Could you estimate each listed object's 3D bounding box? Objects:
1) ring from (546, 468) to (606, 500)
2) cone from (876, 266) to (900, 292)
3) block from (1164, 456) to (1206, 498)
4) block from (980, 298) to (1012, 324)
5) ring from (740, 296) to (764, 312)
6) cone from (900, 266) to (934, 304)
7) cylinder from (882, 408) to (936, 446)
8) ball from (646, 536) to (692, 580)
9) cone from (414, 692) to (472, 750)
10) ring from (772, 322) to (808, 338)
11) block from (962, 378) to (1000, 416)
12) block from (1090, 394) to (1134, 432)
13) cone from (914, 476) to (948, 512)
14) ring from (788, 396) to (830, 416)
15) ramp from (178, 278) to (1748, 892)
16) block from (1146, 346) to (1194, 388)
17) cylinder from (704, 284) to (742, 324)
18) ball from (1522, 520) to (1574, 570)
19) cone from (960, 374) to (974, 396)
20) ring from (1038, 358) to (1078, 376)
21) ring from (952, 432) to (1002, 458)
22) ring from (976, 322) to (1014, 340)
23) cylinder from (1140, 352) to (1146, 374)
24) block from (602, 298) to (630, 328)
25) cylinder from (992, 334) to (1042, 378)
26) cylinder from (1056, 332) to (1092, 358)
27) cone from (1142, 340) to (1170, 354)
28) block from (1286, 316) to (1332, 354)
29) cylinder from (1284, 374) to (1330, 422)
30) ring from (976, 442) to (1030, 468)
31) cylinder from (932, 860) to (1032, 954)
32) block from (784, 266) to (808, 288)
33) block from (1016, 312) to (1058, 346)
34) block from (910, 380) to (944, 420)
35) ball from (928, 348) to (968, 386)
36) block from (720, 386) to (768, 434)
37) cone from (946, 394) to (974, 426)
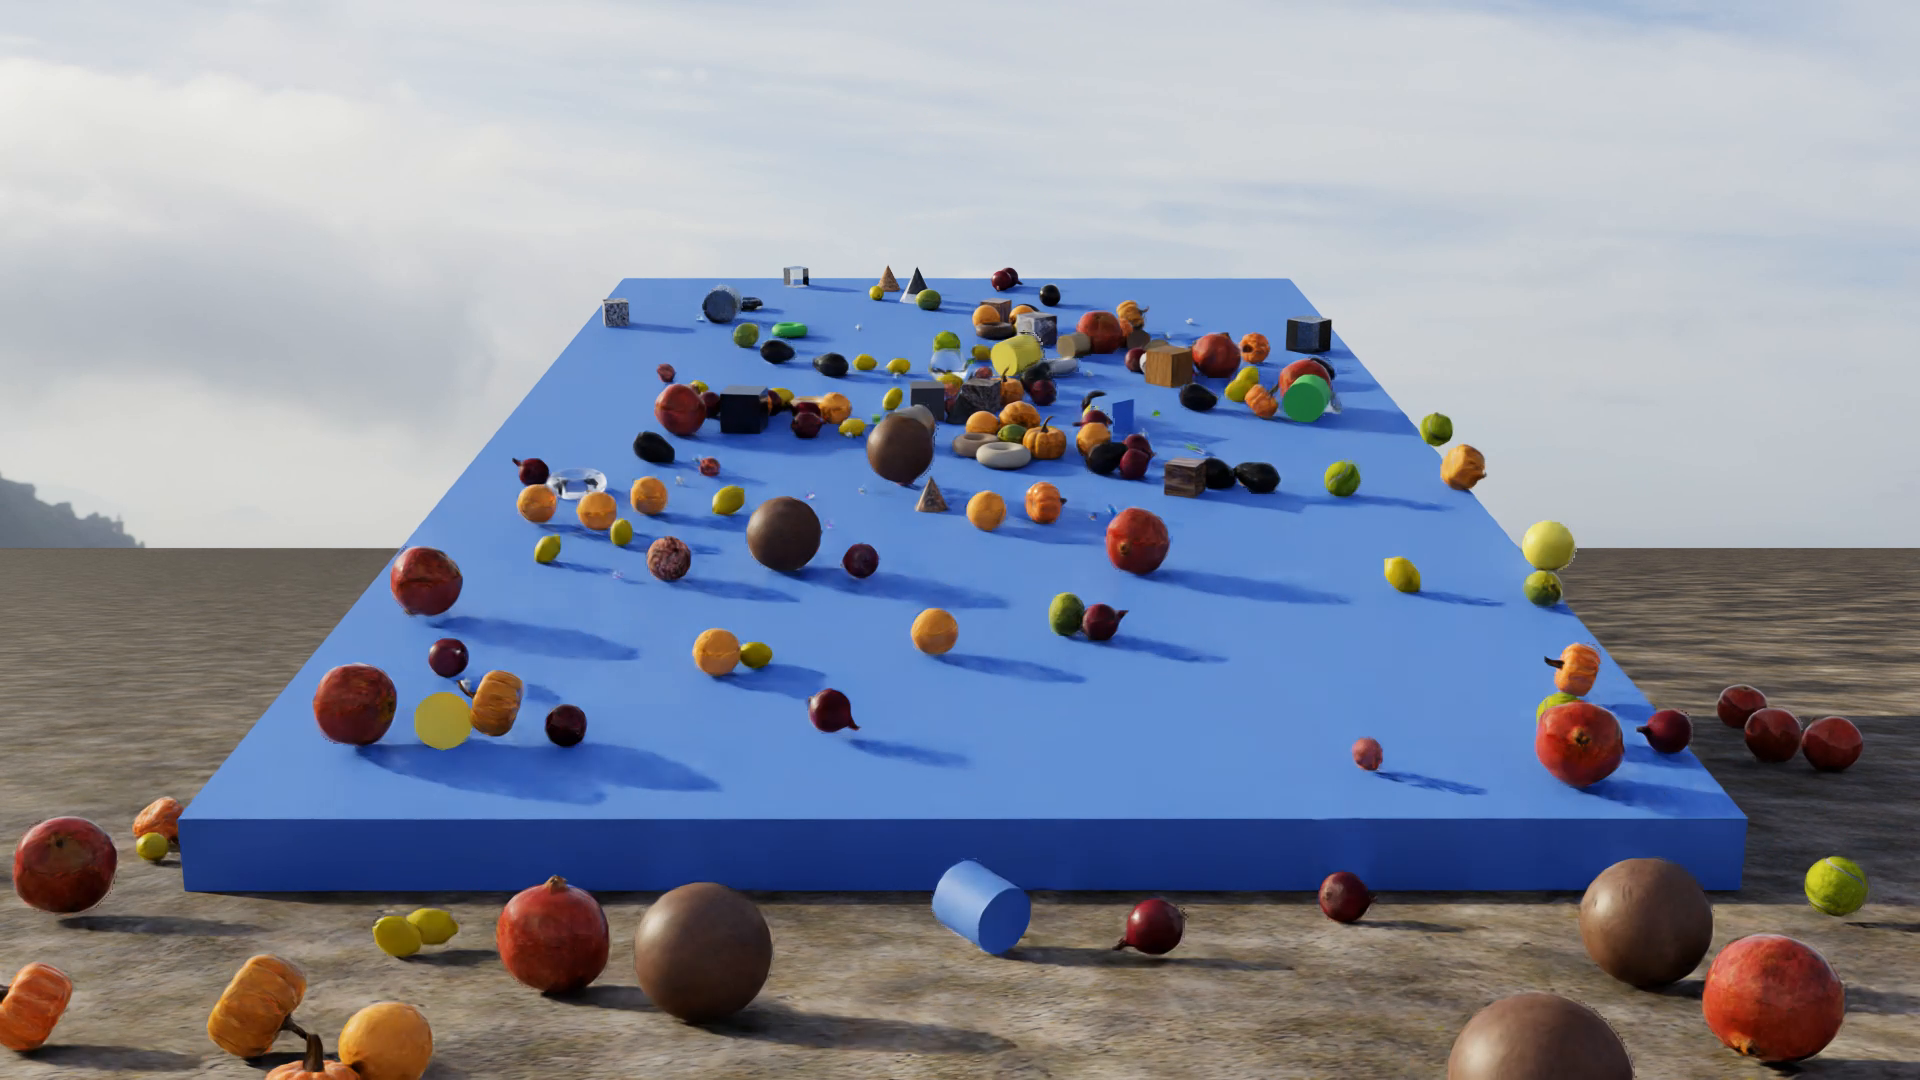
[{"bbox_3d":[-0.747,-0.110,4.310,0.119,0.040,0.119,0,18,0],"label":"ring"},{"bbox_3d":[-0.210,-0.766,6.456,0.074,0.074,0.074,0,17,0],"label":"cone"},{"bbox_3d":[0.439,-0.122,4.315,0.062,0.062,0.062,8,18,25],"label":"block"},{"bbox_3d":[0.097,-0.615,5.970,0.062,0.062,0.062,9,19,29],"label":"block"},{"bbox_3d":[-0.591,-0.657,6.168,0.087,0.029,0.087,1,17,0],"label":"ring"},{"bbox_3d":[-0.122,-0.729,6.285,0.100,0.100,0.100,0,17,0],"label":"cone"},{"bbox_3d":[-0.108,-0.238,4.668,0.081,0.081,0.081,0,3,37],"label":"cylinder"},{"bbox_3d":[-0.495,0.032,3.771,0.075,0.075,0.075,0,0,0],"label":"ball"},{"bbox_3d":[-0.725,0.257,3.085,0.080,0.080,0.080,0,-11,-21],"label":"cone"},{"bbox_3d":[-0.446,-0.550,5.804,0.094,0.031,0.094,0,15,0],"label":"ring"},{"bbox_3d":[0.048,-0.322,4.977,0.067,0.067,0.067,6,18,20],"label":"block"},{"bbox_3d":[0.331,-0.276,4.826,0.066,0.066,0.066,-14,22,-40],"label":"block"},{"bbox_3d":[-0.055,-0.092,4.207,0.065,0.065,0.065,0,17,0],"label":"cone"},{"bbox_3d":[-0.338,-0.299,4.962,0.095,0.032,0.095,1,16,0],"label":"ring"},{"bbox_3d":[-0.002,-0.168,4.751,2.000,0.100,4.000,0,17,0],"label":"ramp"},{"bbox_3d":[0.497,-0.412,5.258,0.080,0.080,0.080,-16,23,-43],"label":"block"},{"bbox_3d":[-0.643,-0.638,5.992,0.092,0.092,0.092,0,17,2],"label":"cylinder"},{"bbox_3d":[1.021,0.010,3.848,0.087,0.087,0.087,0,0,0],"label":"ball"},{"bbox_3d":[0.026,-0.352,5.082,0.065,0.065,0.065,0,17,0],"label":"cone"},{"bbox_3d":[0.237,-0.419,5.356,0.097,0.032,0.097,-8,11,2],"label":"ring"},{"bbox_3d":[0.037,-0.198,4.616,0.107,0.036,0.107,1,16,0],"label":"ring"},{"bbox_3d":[0.091,-0.547,5.792,0.104,0.035,0.104,0,15,0],"label":"ring"},{"bbox_3d":[0.463,-0.422,5.339,0.054,0.054,0.054,0,17,-4],"label":"cylinder"},{"bbox_3d":[-0.924,-0.611,5.949,0.064,0.064,0.064,-4,17,-13],"label":"block"},{"bbox_3d":[0.136,-0.445,5.338,0.087,0.087,0.087,-24,16,-40],"label":"cylinder"},{"bbox_3d":[0.286,-0.486,5.535,0.063,0.063,0.063,0,12,45],"label":"cylinder"},{"bbox_3d":[0.493,-0.445,5.447,0.079,0.079,0.079,0,-11,15],"label":"cone"},{"bbox_3d":[0.886,-0.521,5.627,0.080,0.080,0.080,-16,23,-42],"label":"block"},{"bbox_3d":[0.769,-0.314,4.910,0.091,0.091,0.091,0,16,19],"label":"cylinder"},{"bbox_3d":[0.089,-0.173,4.530,0.113,0.038,0.113,1,16,0],"label":"ring"},{"bbox_3d":[0.024,0.403,2.434,0.077,0.077,0.077,0,16,-41],"label":"cylinder"},{"bbox_3d":[-0.482,-0.775,6.520,0.053,0.053,0.053,-13,21,-36],"label":"block"},{"bbox_3d":[0.198,-0.543,5.709,0.074,0.074,0.074,-11,20,-34],"label":"block"},{"bbox_3d":[-0.073,-0.309,4.922,0.073,0.073,0.073,-1,17,-4],"label":"block"},{"bbox_3d":[-0.027,-0.408,5.221,0.092,0.092,0.092,0,0,0],"label":"ball"},{"bbox_3d":[-0.468,-0.284,4.813,0.086,0.086,0.086,2,17,7],"label":"block"},{"bbox_3d":[0.000,-0.293,4.882,0.065,0.065,0.065,0,17,0],"label":"cone"}]
